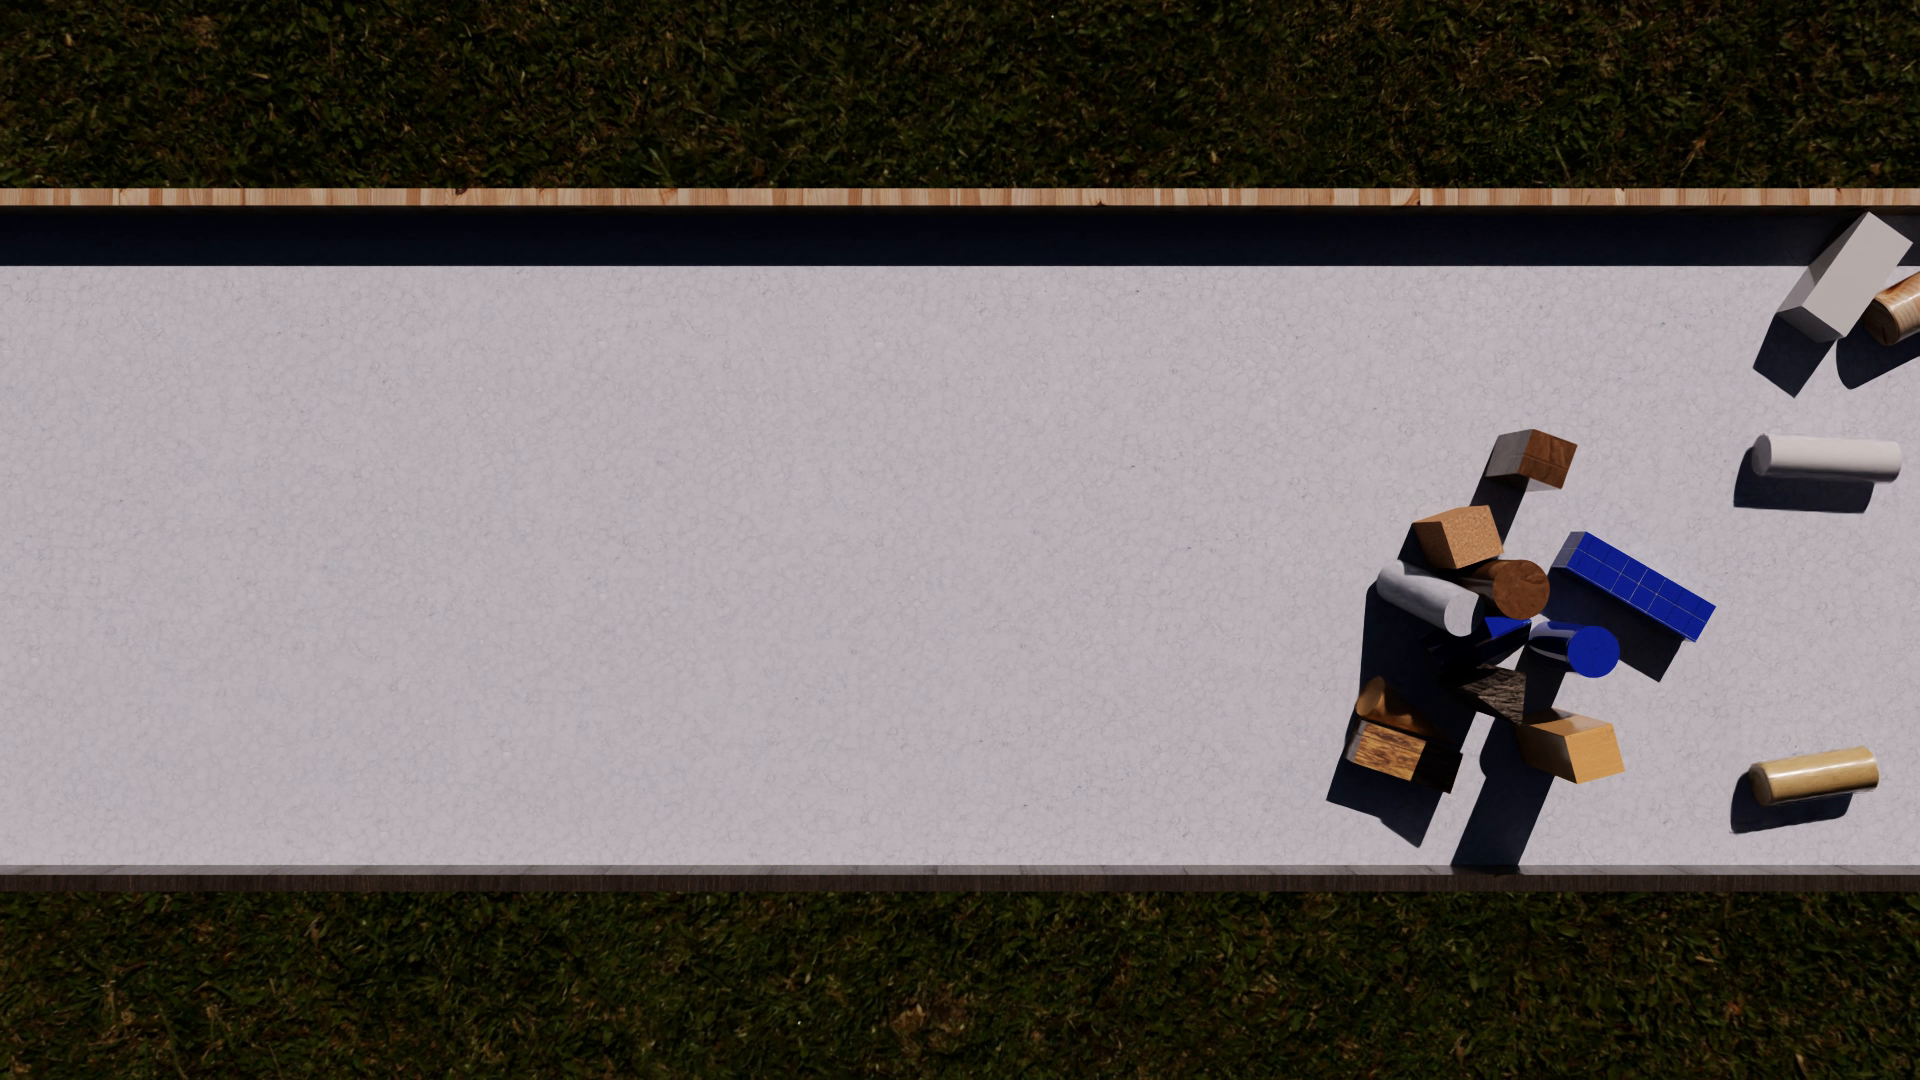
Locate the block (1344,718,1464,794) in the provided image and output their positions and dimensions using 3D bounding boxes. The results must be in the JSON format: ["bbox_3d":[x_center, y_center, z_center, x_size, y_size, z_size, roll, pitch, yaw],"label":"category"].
[{"bbox_3d":[1.346,0.654,5.012,0.306,0.128,0.128,18,90,0],"label":"block"}]

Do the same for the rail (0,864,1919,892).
[{"bbox_3d":[-2.247,1.025,5.001,12.000,0.150,0.050,0,90,0],"label":"rail"}]

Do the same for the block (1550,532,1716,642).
[{"bbox_3d":[2.044,0.141,5.013,0.450,0.126,0.126,30,90,0],"label":"block"}]

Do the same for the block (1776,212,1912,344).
[{"bbox_3d":[2.674,-0.792,4.996,0.161,0.161,0.345,36,90,0],"label":"block"}]

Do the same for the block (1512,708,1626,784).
[{"bbox_3d":[1.779,0.600,4.849,0.139,0.455,0.139,-15,90,0],"label":"block"}]

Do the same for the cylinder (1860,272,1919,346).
[{"bbox_3d":[2.959,-0.749,4.995,0.396,0.163,0.163,-27,90,0],"label":"cylinder"}]

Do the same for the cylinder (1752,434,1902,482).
[{"bbox_3d":[2.631,-0.248,5.012,0.391,0.128,0.128,3,90,0],"label":"cylinder"}]

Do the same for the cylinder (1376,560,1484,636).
[{"bbox_3d":[1.389,0.169,4.887,0.135,0.356,0.135,-5,106,-18],"label":"cylinder"}]

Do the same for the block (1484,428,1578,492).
[{"bbox_3d":[1.698,-0.235,4.922,0.137,0.308,0.137,20,90,0],"label":"block"}]

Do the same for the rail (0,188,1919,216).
[{"bbox_3d":[-2.247,-1.025,5.002,12.000,0.150,0.050,0,90,0],"label":"rail"}]

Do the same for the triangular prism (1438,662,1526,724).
[{"bbox_3d":[1.566,0.430,4.875,0.147,0.402,0.128,36,90,0],"label":"triangular prism"}]

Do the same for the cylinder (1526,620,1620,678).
[{"bbox_3d":[1.820,0.322,4.907,0.150,0.338,0.150,0,90,0],"label":"cylinder"}]

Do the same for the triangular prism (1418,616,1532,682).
[{"bbox_3d":[1.576,0.305,5.010,0.305,0.125,0.145,-24,90,0],"label":"triangular prism"}]

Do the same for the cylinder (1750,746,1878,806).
[{"bbox_3d":[2.592,0.717,5.011,0.326,0.133,0.133,-9,90,0],"label":"cylinder"}]

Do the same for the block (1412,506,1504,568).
[{"bbox_3d":[1.484,-0.008,4.924,0.146,0.305,0.146,-19,90,0],"label":"block"}]

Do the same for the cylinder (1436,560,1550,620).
[{"bbox_3d":[1.560,0.142,4.866,0.172,0.400,0.172,0,90,-8],"label":"cylinder"}]

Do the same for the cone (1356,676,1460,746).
[{"bbox_3d":[1.395,0.555,5.043,0.345,0.135,0.135,29,90,-11],"label":"cone"}]
